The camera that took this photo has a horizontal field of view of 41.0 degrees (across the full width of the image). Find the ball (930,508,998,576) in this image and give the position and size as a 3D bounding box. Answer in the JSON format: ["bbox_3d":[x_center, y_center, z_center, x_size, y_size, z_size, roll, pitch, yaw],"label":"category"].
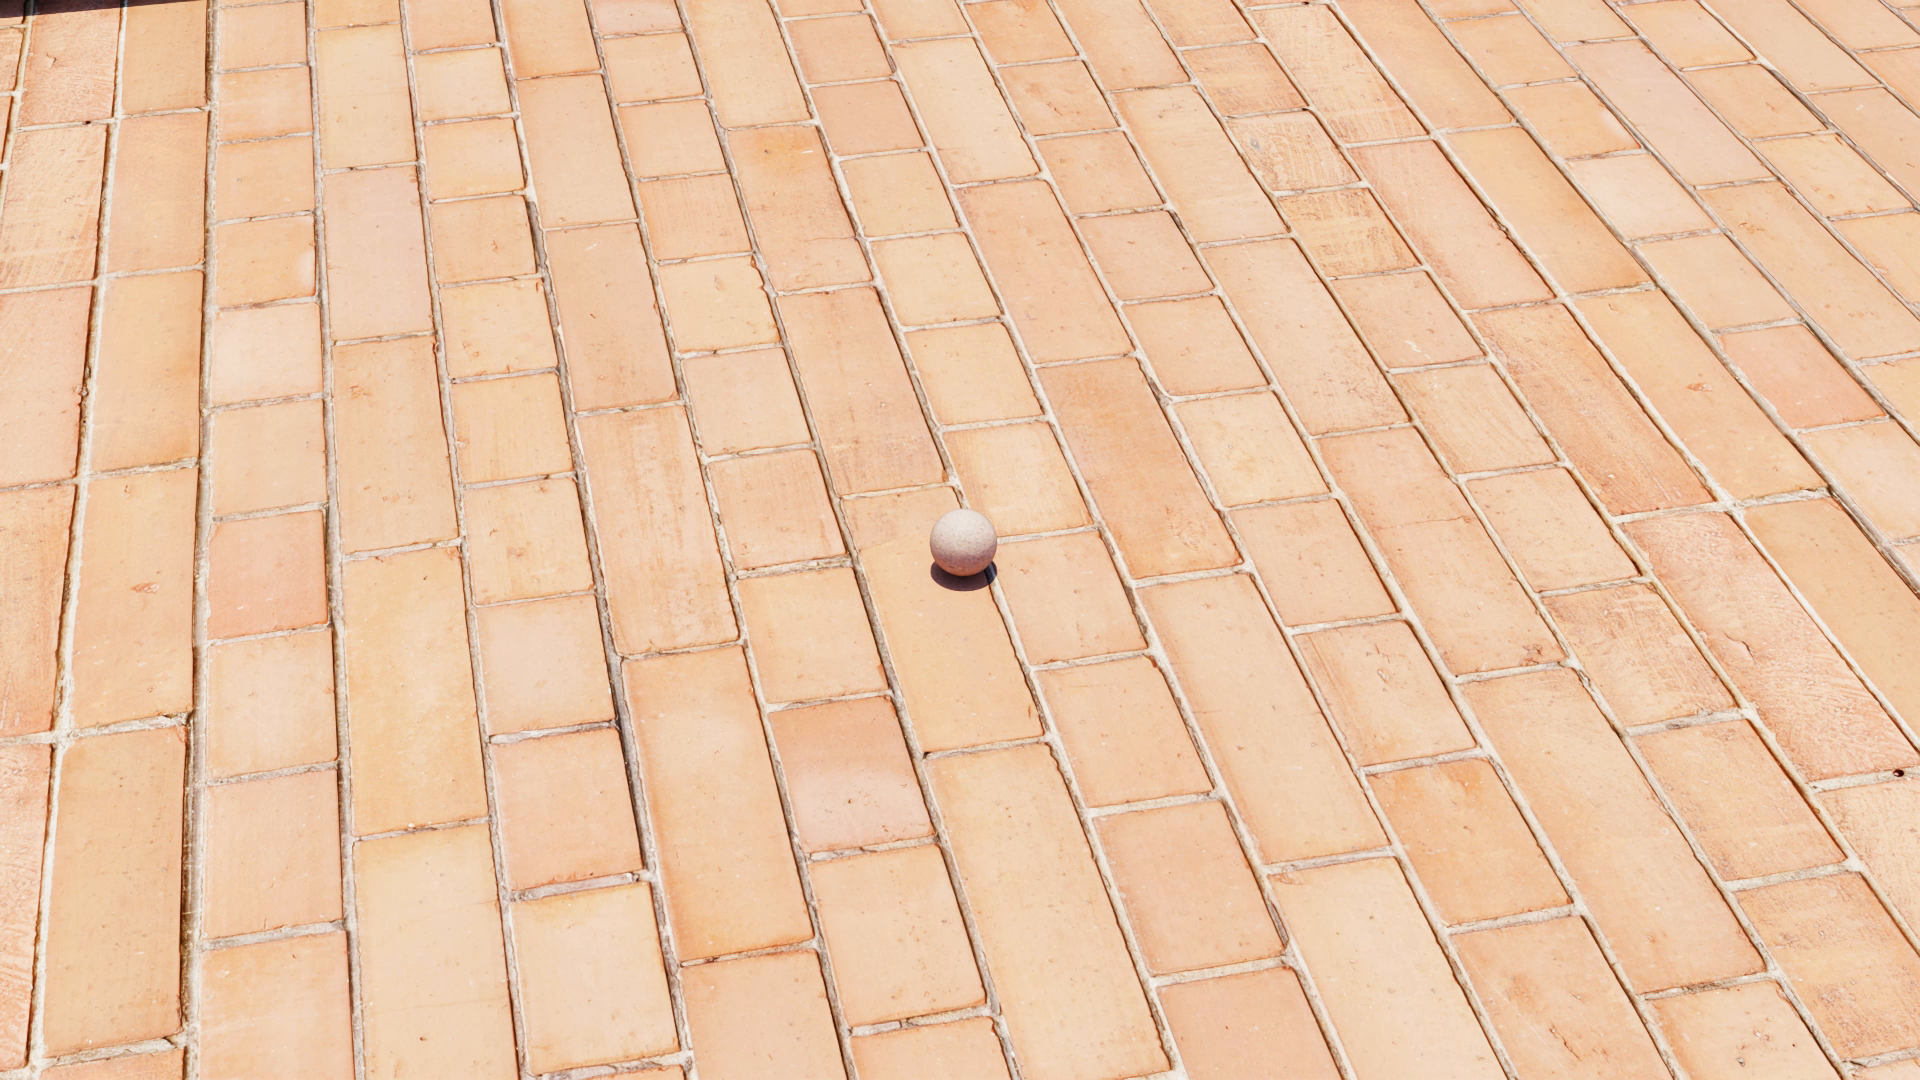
[{"bbox_3d":[0.002,0.001,1.531,0.041,0.041,0.041,0,37,0],"label":"ball"}]
